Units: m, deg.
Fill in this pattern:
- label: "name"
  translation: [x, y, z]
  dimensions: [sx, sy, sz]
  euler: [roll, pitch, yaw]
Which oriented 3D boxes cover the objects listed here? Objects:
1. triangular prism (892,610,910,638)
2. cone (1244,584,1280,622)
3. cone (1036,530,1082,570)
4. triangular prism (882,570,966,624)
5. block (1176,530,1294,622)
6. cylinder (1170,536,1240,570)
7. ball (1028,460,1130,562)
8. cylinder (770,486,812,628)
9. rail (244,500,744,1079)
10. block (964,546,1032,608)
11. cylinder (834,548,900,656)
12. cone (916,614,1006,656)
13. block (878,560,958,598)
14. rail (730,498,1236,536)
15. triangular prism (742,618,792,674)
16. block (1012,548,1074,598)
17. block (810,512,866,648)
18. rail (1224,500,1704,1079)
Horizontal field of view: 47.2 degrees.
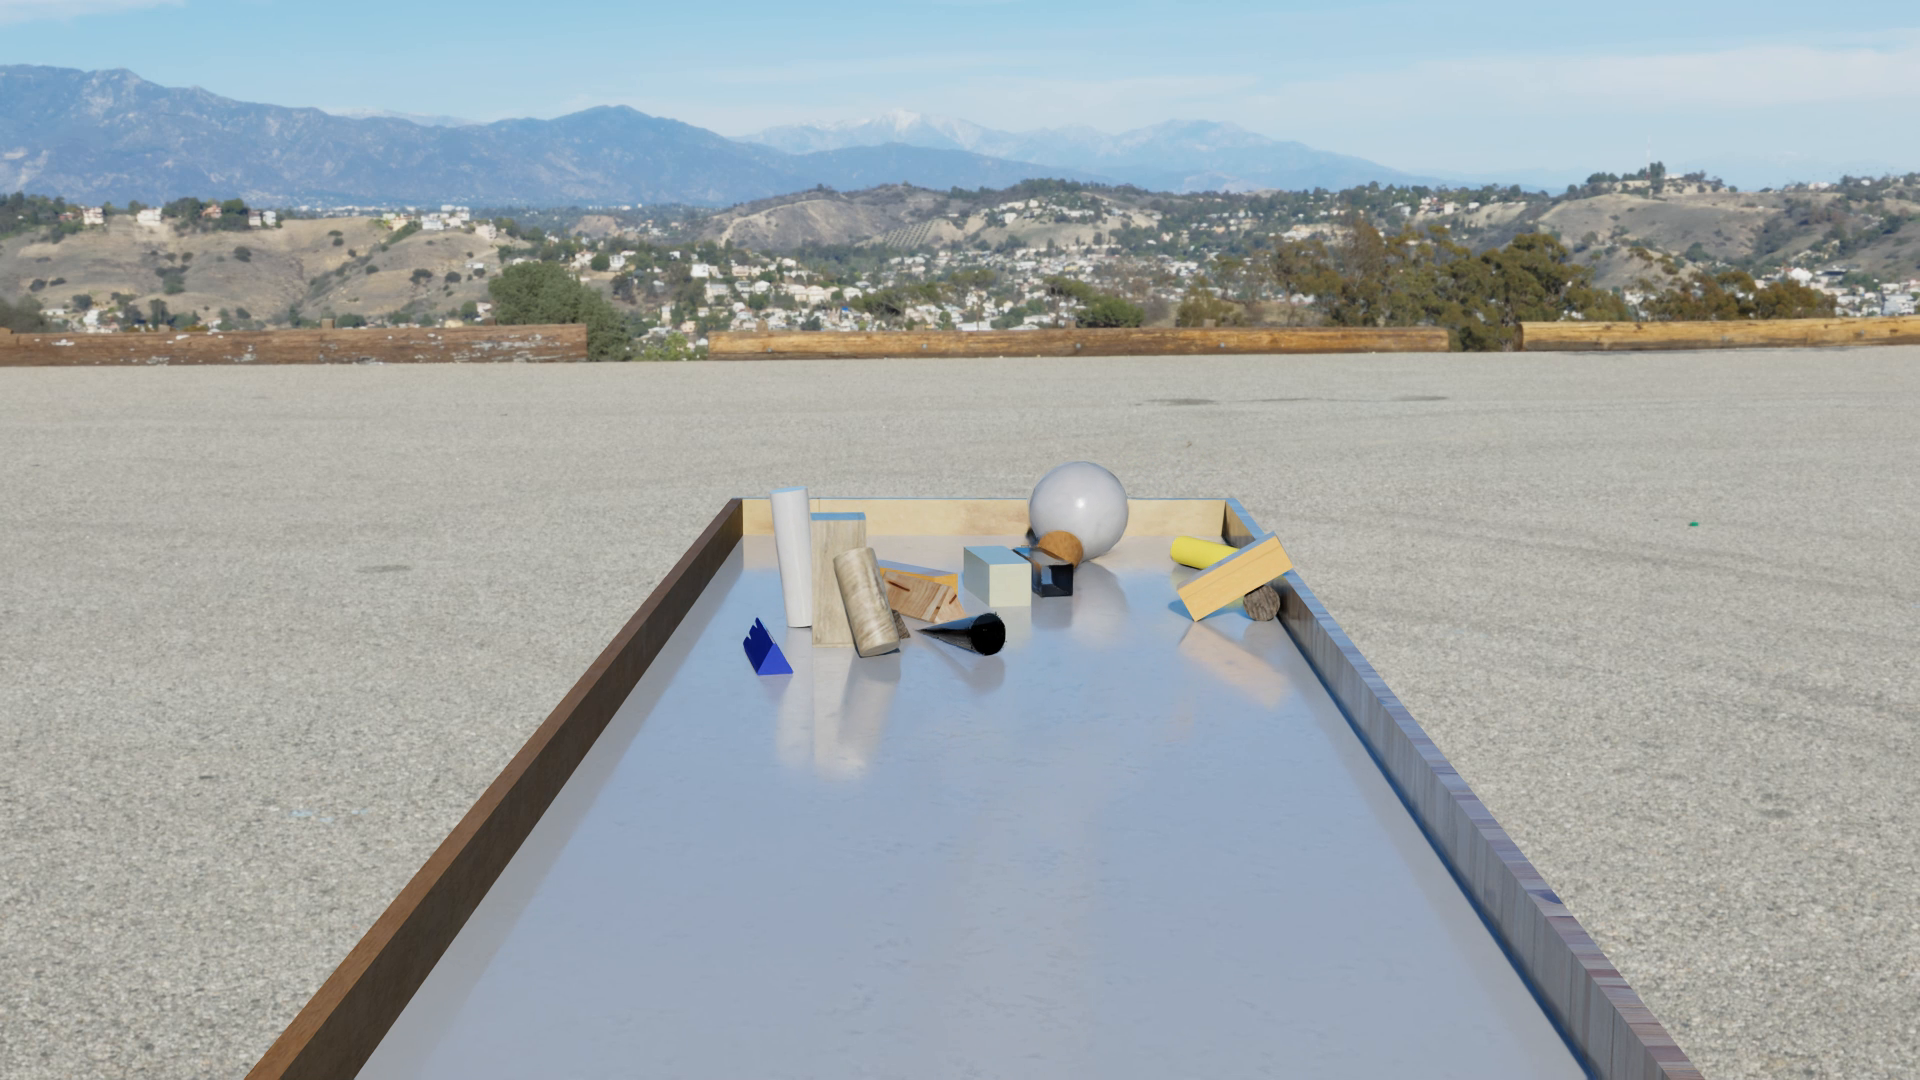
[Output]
- label: "triangular prism"
  translation: [-0.333, 0.240, 7.183]
  dimensions: [0.106, 0.092, 0.457]
  euler: [-6, 11, -35]
- label: "cone"
  translation: [1.040, 0.213, 7.476]
  dimensions: [0.122, 0.122, 0.348]
  euler: [2, -1, 13]
- label: "cone"
  translation: [0.366, 0.110, 8.045]
  dimensions: [0.176, 0.176, 0.304]
  euler: [0, 25, 2]
- label: "triangular prism"
  translation: [-0.142, 0.187, 7.438]
  dimensions: [0.135, 0.117, 0.385]
  euler: [-6, 11, -35]
- label: "block"
  translation: [0.914, 0.120, 7.319]
  dimensions: [0.371, 0.121, 0.121]
  euler: [-30, 5, 9]
- label: "cylinder"
  translation: [0.945, 0.064, 8.261]
  dimensions: [0.109, 0.109, 0.387]
  euler: [-5, 10, -28]
- label: "ball"
  translation: [0.458, -0.112, 8.479]
  dimensions: [0.387, 0.387, 0.387]
  euler: [0, 9, 0]
- label: "cylinder"
  translation: [-0.534, 0.054, 7.207]
  dimensions: [0.126, 0.445, 0.126]
  euler: [-7, 8, 1]
- label: "rail"
  translation: [-1.004, 0.839, 3.234]
  dimensions: [0.050, 0.150, 12.000]
  euler: [0, 9, 1]
- label: "block"
  translation: [0.129, 0.125, 7.751]
  dimensions: [0.147, 0.147, 0.399]
  euler: [-2, 9, -13]
- label: "cylinder"
  translation: [-0.286, 0.190, 6.739]
  dimensions: [0.131, 0.310, 0.131]
  euler: [-16, -14, -4]
- label: "cone"
  translation: [-0.032, 0.292, 6.960]
  dimensions: [0.130, 0.130, 0.454]
  euler: [-6, 2, -31]
- label: "block"
  translation: [-0.185, 0.152, 7.700]
  dimensions: [0.109, 0.109, 0.399]
  euler: [-8, 12, -43]
- label: "rail"
  translation: [0.099, -0.098, 9.147]
  dimensions: [2.100, 0.150, 0.050]
  euler: [0, 9, 1]
- label: "triangular prism"
  translation: [-0.590, 0.317, 6.699]
  dimensions: [0.106, 0.092, 0.428]
  euler: [-2, 9, -11]
- label: "block"
  translation: [0.294, 0.114, 7.921]
  dimensions: [0.115, 0.115, 0.383]
  euler: [-2, 9, -15]
- label: "block"
  translation: [-0.382, 0.125, 6.933]
  dimensions: [0.171, 0.403, 0.171]
  euler: [-1, 9, -5]
- label: "rail"
  translation: [1.046, 0.843, 3.208]
  dimensions: [0.050, 0.150, 12.000]
  euler: [0, 9, 1]
